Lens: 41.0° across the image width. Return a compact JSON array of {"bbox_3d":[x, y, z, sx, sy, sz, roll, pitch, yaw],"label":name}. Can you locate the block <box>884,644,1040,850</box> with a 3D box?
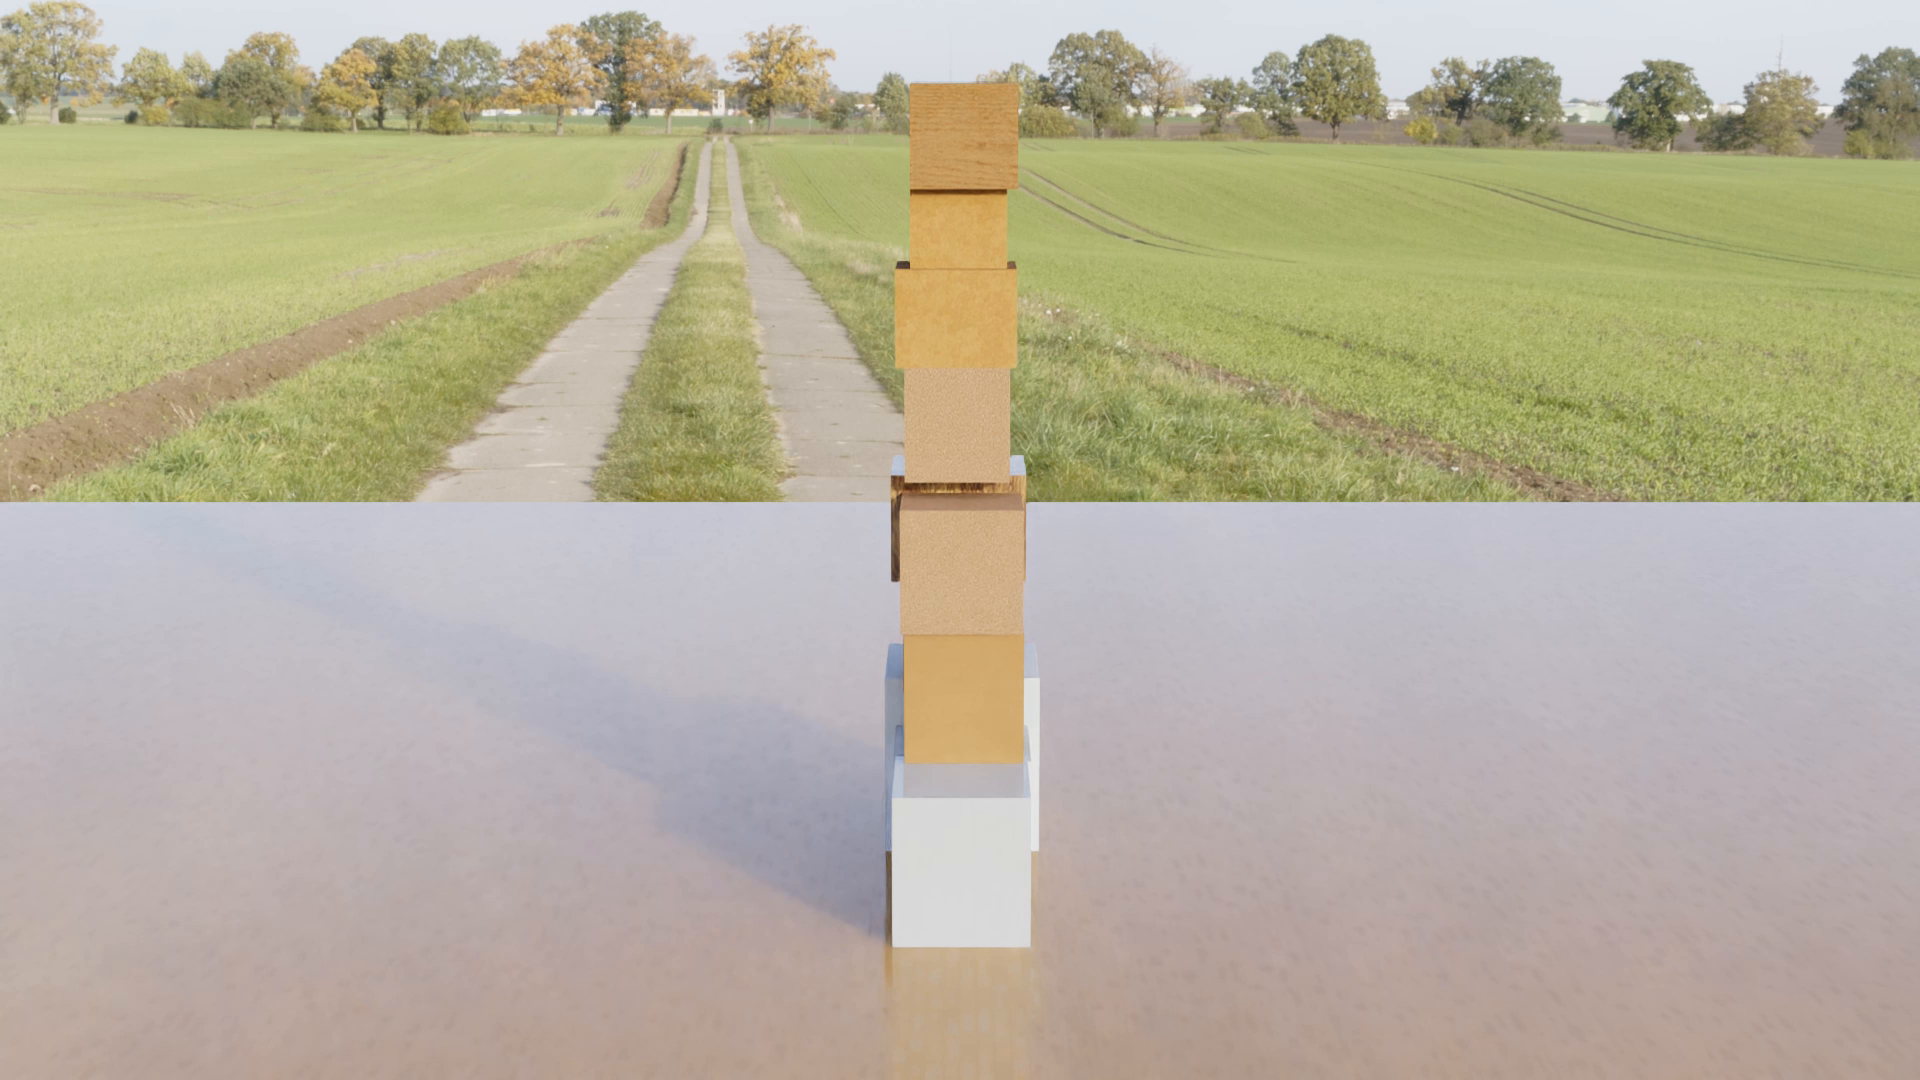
[{"bbox_3d":[0.010,0.960,12.023,0.701,0.810,0.722,0,10,0],"label":"block"}]

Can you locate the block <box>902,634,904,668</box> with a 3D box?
[{"bbox_3d":[0.008,0.379,11.512,0.519,0.517,0.460,0,11,0],"label":"block"}]

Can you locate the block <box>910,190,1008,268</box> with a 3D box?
[{"bbox_3d":[-0.006,-1.337,10.910,0.407,0.335,0.337,0,11,0],"label":"block"}]

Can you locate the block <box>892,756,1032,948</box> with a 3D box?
[{"bbox_3d":[0.006,1.290,10.715,0.562,0.628,0.660,0,10,0],"label":"block"}]

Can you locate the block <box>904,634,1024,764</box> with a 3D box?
[{"bbox_3d":[0.017,0.623,11.054,0.505,0.561,0.513,0,10,0],"label":"block"}]

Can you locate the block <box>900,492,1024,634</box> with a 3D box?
[{"bbox_3d":[0.007,0.096,10.913,0.514,0.527,0.456,0,10,0],"label":"block"}]

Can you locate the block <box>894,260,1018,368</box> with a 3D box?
[{"bbox_3d":[-0.017,-0.969,10.982,0.511,0.414,0.433,0,11,0],"label":"block"}]

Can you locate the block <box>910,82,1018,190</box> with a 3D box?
[{"bbox_3d":[0.017,-1.713,10.836,0.448,0.432,0.496,0,11,0],"label":"block"}]

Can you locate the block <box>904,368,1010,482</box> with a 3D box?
[{"bbox_3d":[-0.011,-0.527,11.068,0.446,0.489,0.447,0,11,0],"label":"block"}]

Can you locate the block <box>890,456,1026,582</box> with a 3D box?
[{"bbox_3d":[-0.007,-0.100,11.389,0.586,0.471,0.548,0,11,0],"label":"block"}]

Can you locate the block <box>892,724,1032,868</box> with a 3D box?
[{"bbox_3d":[0.009,1.188,11.365,0.596,0.597,0.635,0,10,0],"label":"block"}]
